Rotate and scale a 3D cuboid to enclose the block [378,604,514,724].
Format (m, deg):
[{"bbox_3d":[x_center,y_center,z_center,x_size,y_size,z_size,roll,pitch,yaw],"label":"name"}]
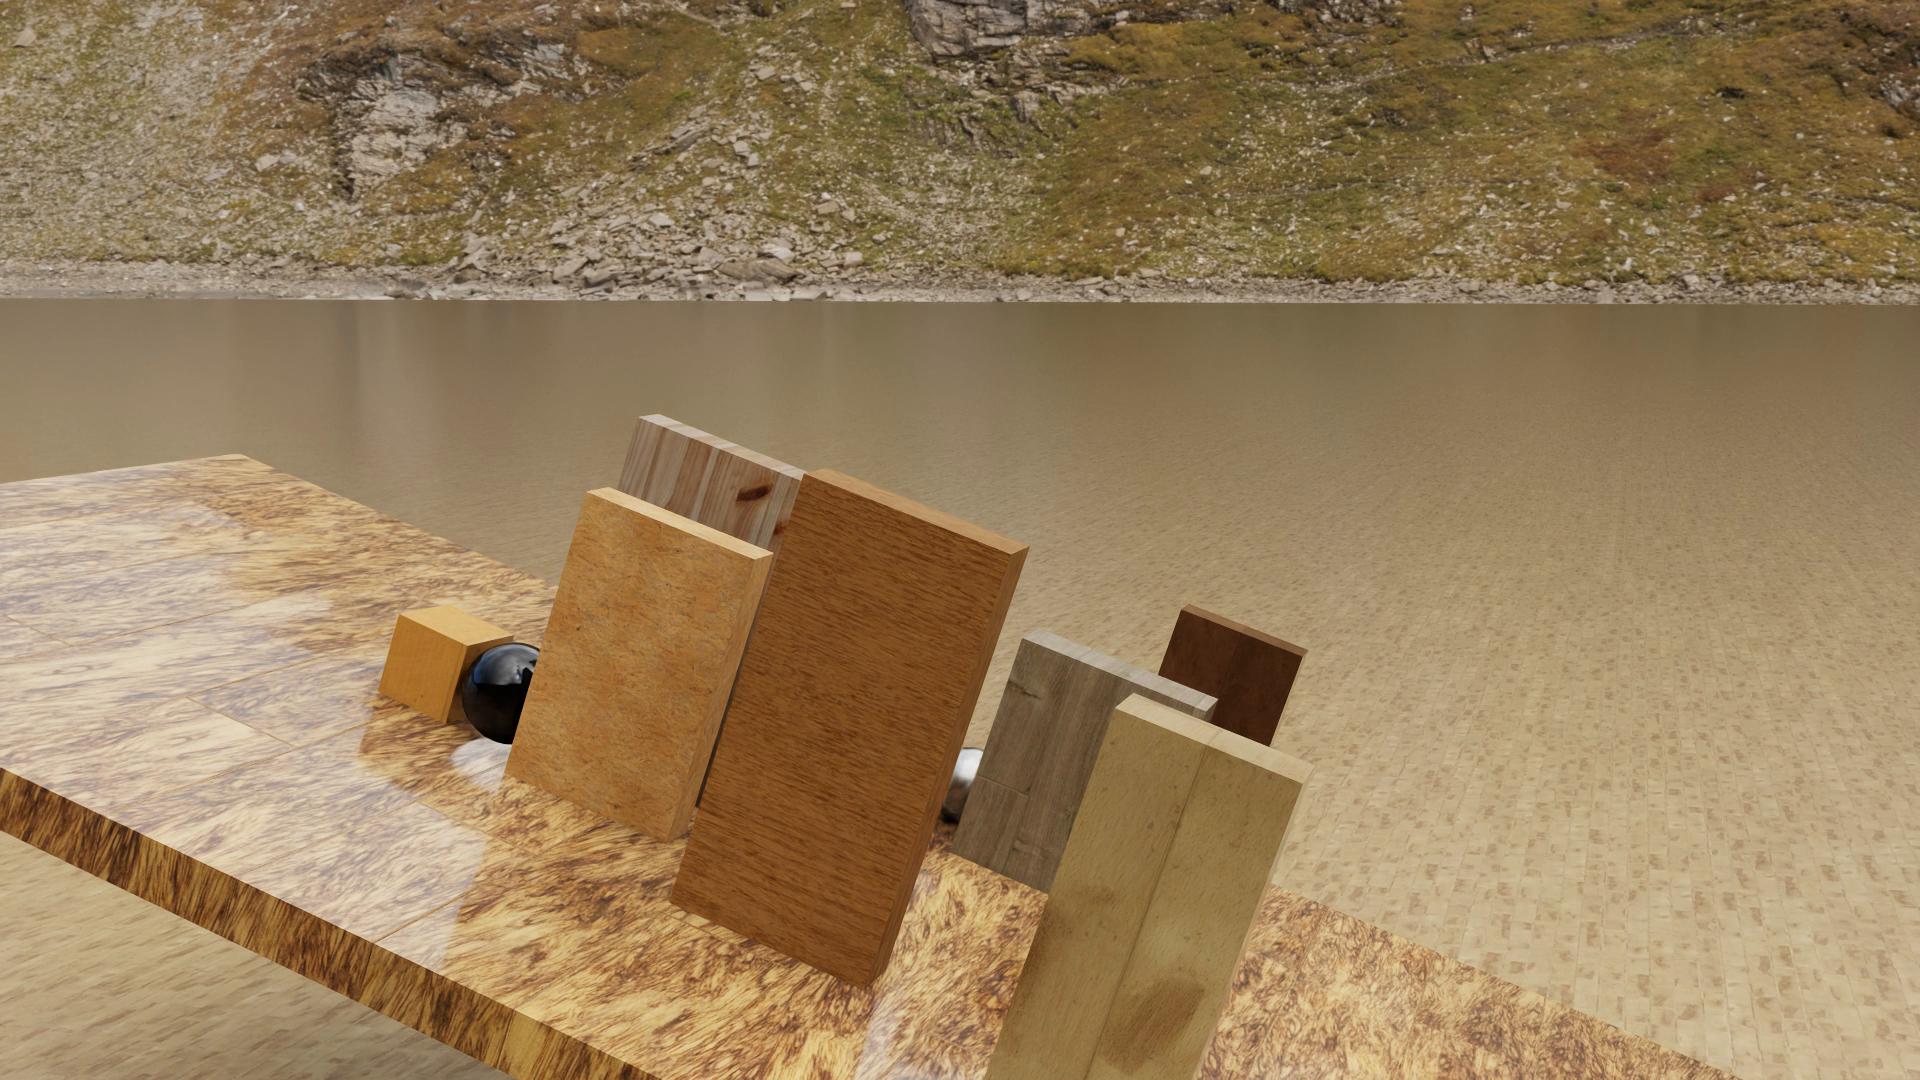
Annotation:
[{"bbox_3d":[-1.021,0.244,4.374,0.165,0.165,0.165,22,13,18],"label":"block"}]

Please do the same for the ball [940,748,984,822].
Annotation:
[{"bbox_3d":[0.022,0.524,4.677,0.164,0.164,0.164,0,7,0],"label":"ball"}]

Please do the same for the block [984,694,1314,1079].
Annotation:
[{"bbox_3d":[0.263,0.619,3.284,0.289,0.713,0.122,21,12,14],"label":"block"}]

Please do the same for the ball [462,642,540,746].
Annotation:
[{"bbox_3d":[-0.867,0.298,4.277,0.200,0.200,0.200,0,7,0],"label":"ball"}]

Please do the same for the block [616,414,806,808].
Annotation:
[{"bbox_3d":[-0.523,0.148,4.294,0.414,0.683,0.094,21,12,14],"label":"block"}]

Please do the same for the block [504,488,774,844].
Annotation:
[{"bbox_3d":[-0.600,0.231,4.087,0.349,0.568,0.093,21,12,14],"label":"block"}]

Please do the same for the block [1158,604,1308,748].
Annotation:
[{"bbox_3d":[0.539,0.449,4.865,0.283,0.544,0.086,21,12,14],"label":"block"}]

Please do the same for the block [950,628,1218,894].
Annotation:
[{"bbox_3d":[0.249,0.479,4.460,0.395,0.477,0.130,21,12,14],"label":"block"}]

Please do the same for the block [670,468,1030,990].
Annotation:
[{"bbox_3d":[-0.194,0.320,3.742,0.378,0.797,0.115,21,12,14],"label":"block"}]

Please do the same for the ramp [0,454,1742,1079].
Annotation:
[{"bbox_3d":[-0.347,0.646,4.219,4.000,0.100,2.000,21,12,14],"label":"ramp"}]
